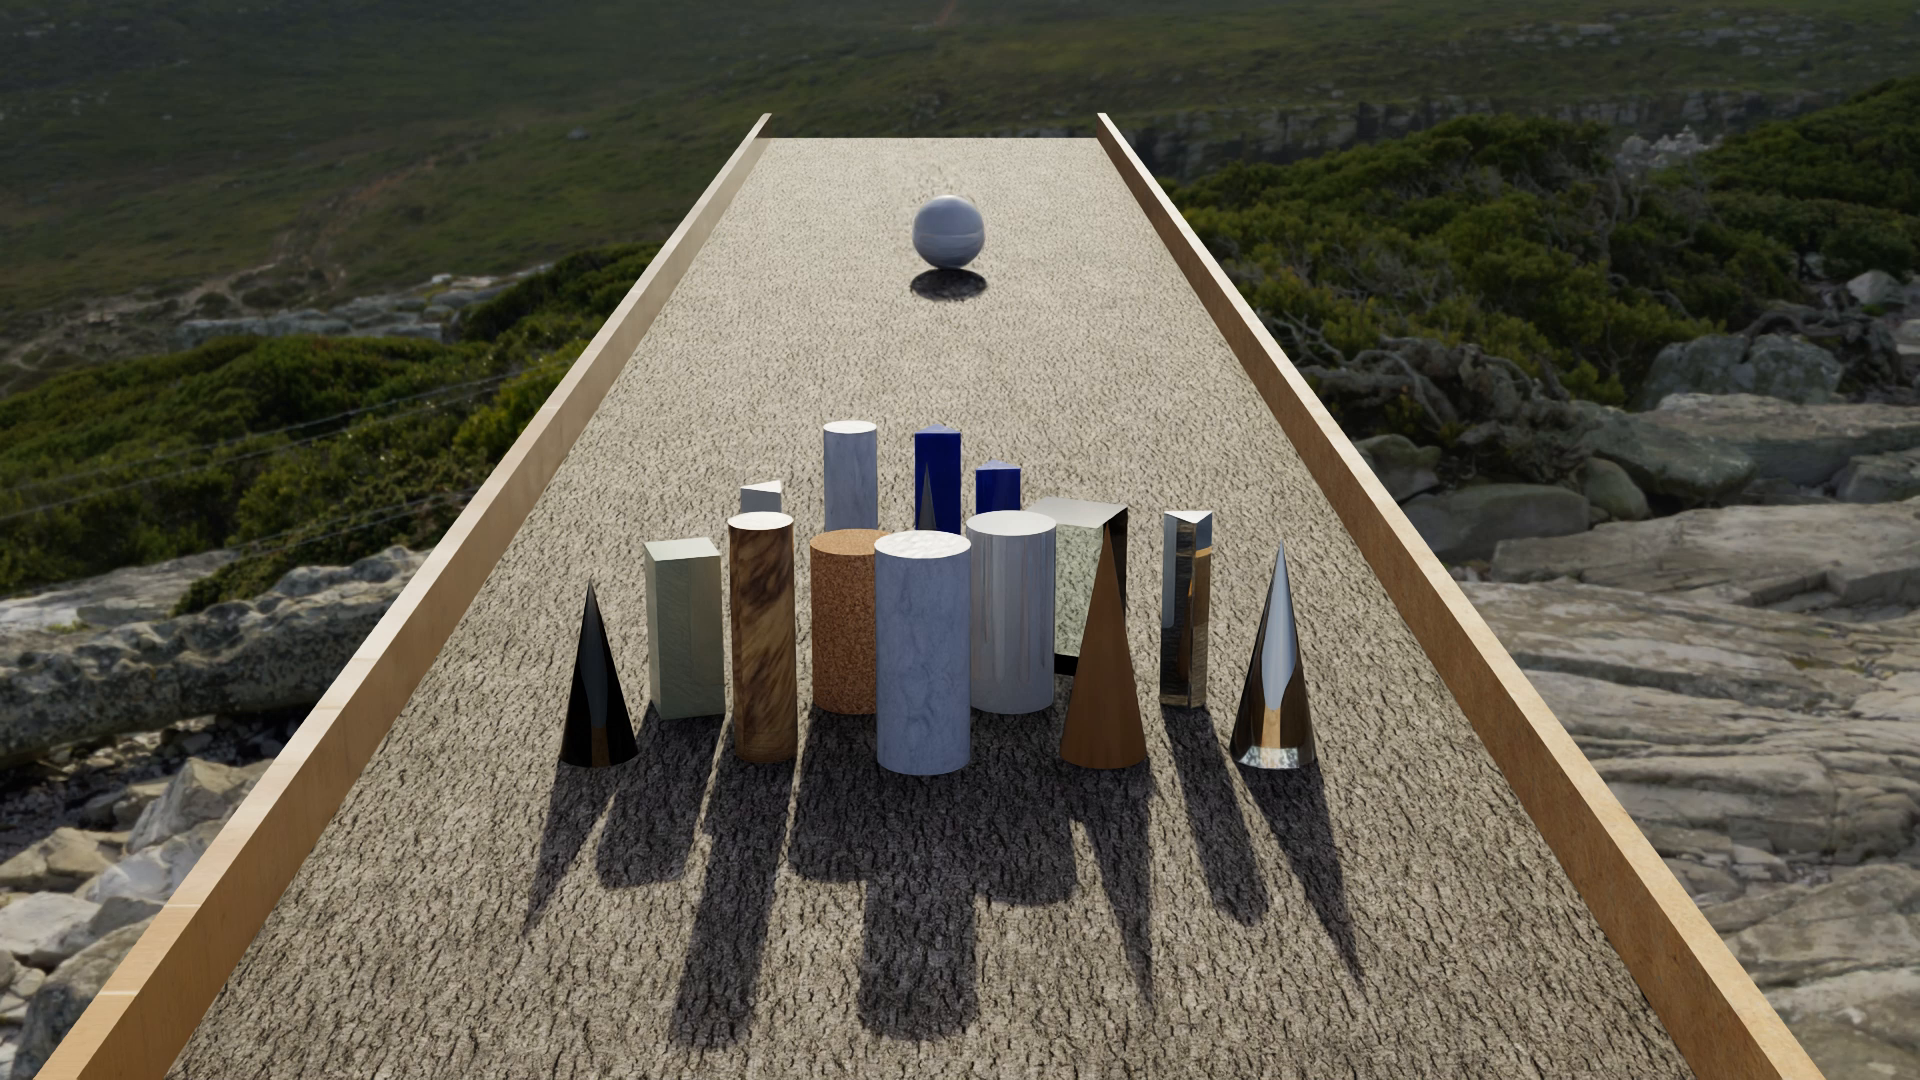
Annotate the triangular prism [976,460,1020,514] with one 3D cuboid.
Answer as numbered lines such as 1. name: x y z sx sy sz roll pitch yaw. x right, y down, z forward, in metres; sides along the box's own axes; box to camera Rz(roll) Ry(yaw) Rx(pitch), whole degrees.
1. triangular prism: 0.075 0.001 4.638 0.092 0.333 0.080 -2 17 -6

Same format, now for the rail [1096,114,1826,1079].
1. rail: 0.932 -0.844 7.801 0.050 0.150 12.000 0 17 -1

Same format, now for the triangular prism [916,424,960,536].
1. triangular prism: -0.050 -0.082 4.900 0.099 0.343 0.086 0 17 -1

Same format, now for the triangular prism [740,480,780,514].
1. triangular prism: -0.374 0.065 4.377 0.089 0.360 0.077 7 18 23

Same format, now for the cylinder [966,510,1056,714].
1. cylinder: 0.096 0.135 4.158 0.168 0.350 0.168 0 17 0

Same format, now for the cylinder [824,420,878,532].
1. cylinder: -0.230 -0.041 4.651 0.112 0.407 0.112 0 17 0

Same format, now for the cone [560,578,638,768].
1. cone: -0.648 0.221 3.897 0.140 0.334 0.140 0 17 0

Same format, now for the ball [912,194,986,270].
1. ball: -0.046 -1.240 8.870 0.300 0.300 0.300 0 17 0

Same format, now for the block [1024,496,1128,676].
1. block: 0.219 0.092 4.375 0.175 0.309 0.175 7 18 23

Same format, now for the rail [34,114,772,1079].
1. rail: -1.118 -0.838 7.780 0.050 0.150 12.000 0 17 -1

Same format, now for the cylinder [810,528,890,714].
1. cylinder: -0.195 0.153 4.163 0.172 0.313 0.172 0 17 0

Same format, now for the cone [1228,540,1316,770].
1. cone: 0.560 0.187 3.887 0.159 0.405 0.159 0 17 0

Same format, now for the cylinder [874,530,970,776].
1. cylinder: -0.065 0.197 3.867 0.168 0.397 0.168 0 17 0

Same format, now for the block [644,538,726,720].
1. block: -0.516 0.165 4.125 0.122 0.311 0.122 -5 17 -17

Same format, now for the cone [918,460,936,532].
1. cone: -0.065 0.036 4.392 0.105 0.406 0.105 0 17 0

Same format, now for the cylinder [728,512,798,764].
1. cylinder: -0.347 0.173 3.889 0.113 0.431 0.113 0 17 0

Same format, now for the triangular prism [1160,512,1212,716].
1. triangular prism: 0.436 0.133 4.120 0.077 0.376 0.089 -11 20 -32

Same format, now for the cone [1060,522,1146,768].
1. cone: 0.256 0.173 3.885 0.157 0.434 0.157 0 17 0
